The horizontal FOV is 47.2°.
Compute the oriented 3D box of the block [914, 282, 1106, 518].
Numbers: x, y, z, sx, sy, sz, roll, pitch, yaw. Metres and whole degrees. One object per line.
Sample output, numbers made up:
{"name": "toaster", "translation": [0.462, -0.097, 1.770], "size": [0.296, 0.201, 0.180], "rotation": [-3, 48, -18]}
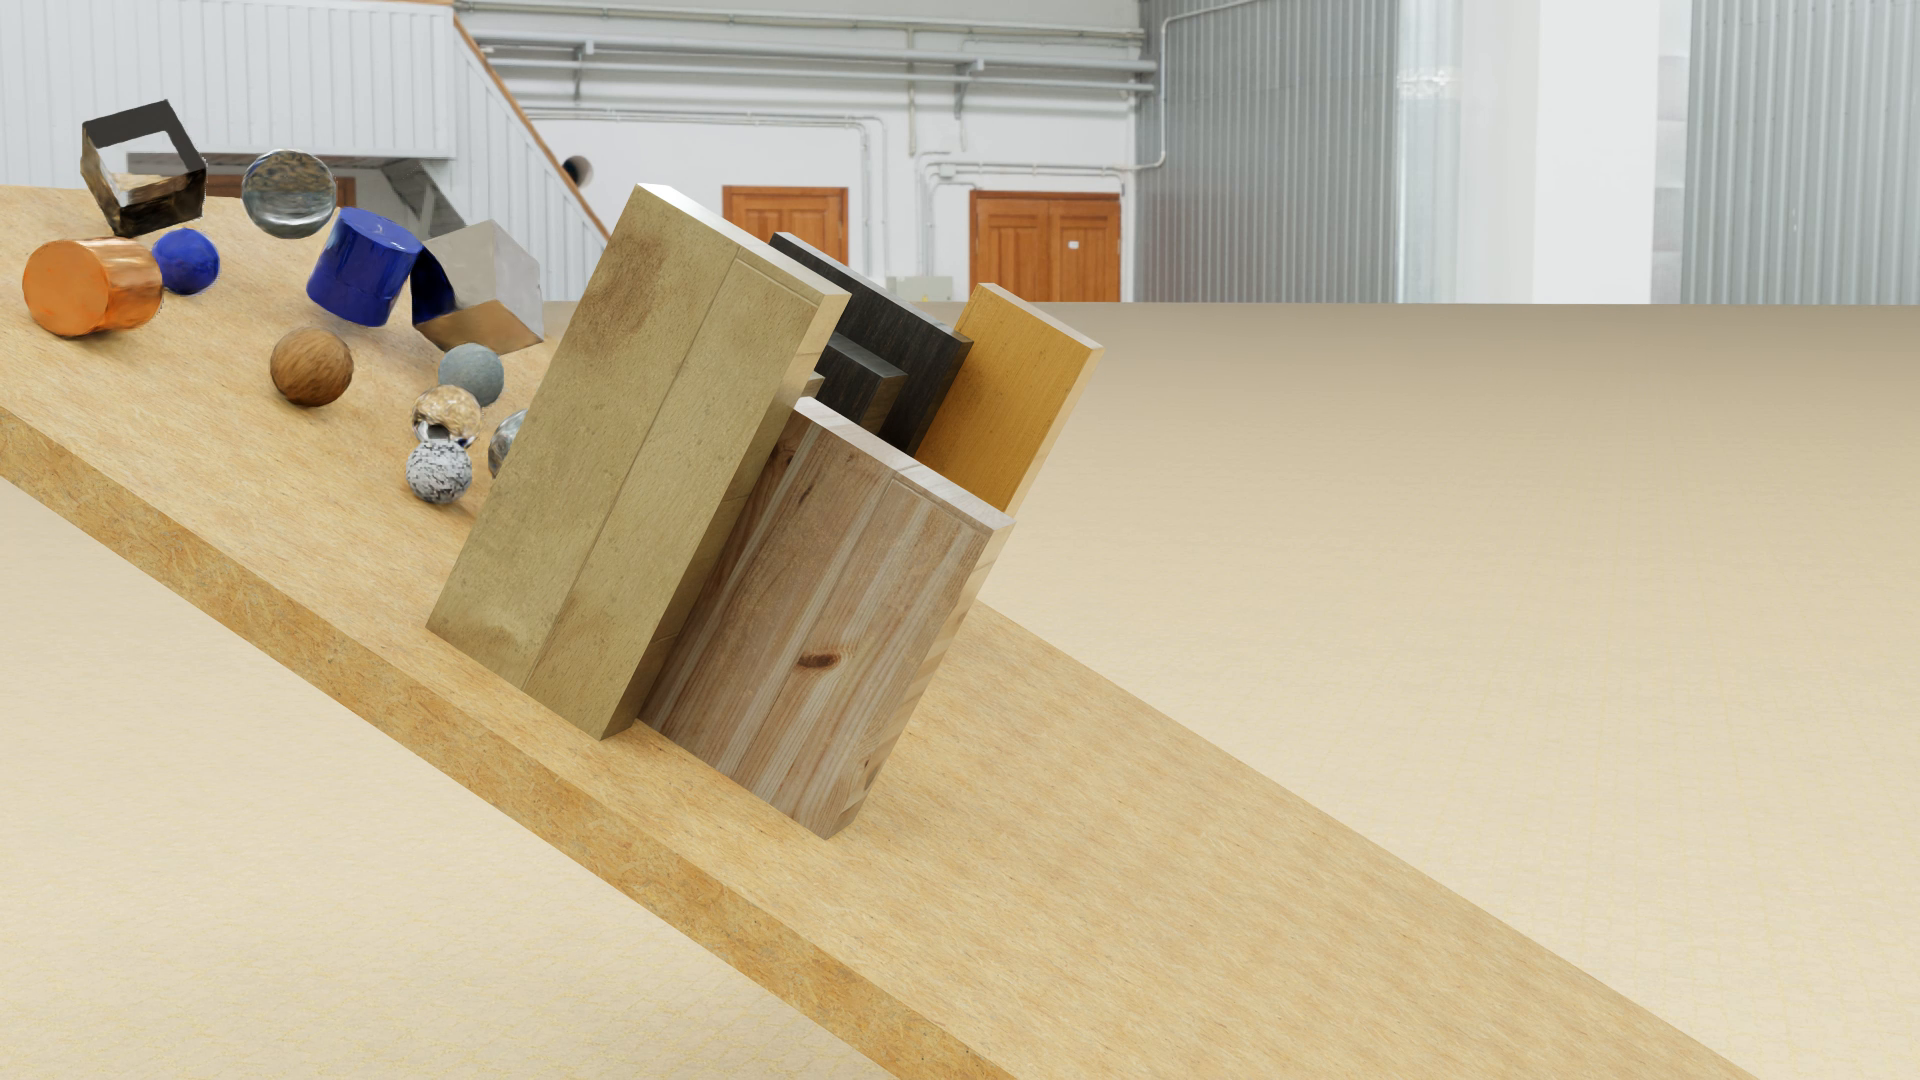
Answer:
{"name": "block", "translation": [-0.003, -0.138, 4.484], "size": [0.270, 0.727, 0.115], "rotation": [31, 14, 11]}

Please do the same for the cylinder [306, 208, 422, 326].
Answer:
{"name": "cylinder", "translation": [-1.243, -0.568, 4.582], "size": [0.180, 0.180, 0.180], "rotation": [27, 18, -10]}

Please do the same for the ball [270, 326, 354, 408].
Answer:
{"name": "ball", "translation": [-1.195, -0.319, 4.055], "size": [0.148, 0.148, 0.148], "rotation": [0, 7, 0]}

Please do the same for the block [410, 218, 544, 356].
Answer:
{"name": "block", "translation": [-1.024, -0.521, 4.666], "size": [0.199, 0.199, 0.199], "rotation": [-15, -27, 14]}

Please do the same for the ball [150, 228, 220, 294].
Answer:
{"name": "ball", "translation": [-1.508, -0.542, 4.280], "size": [0.130, 0.130, 0.130], "rotation": [0, 7, 0]}

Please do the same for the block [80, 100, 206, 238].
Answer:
{"name": "block", "translation": [-1.620, -0.732, 4.361], "size": [0.172, 0.172, 0.172], "rotation": [-25, -15, -31]}

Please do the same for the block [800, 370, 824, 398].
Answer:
{"name": "block", "translation": [-0.512, -0.147, 3.978], "size": [0.334, 0.521, 0.084], "rotation": [31, 14, 11]}

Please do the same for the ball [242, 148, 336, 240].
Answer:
{"name": "ball", "translation": [-1.331, -0.687, 4.364], "size": [0.181, 0.181, 0.181], "rotation": [0, 7, 0]}

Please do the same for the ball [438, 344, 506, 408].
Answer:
{"name": "ball", "translation": [-1.000, -0.335, 4.501], "size": [0.135, 0.135, 0.135], "rotation": [0, 7, 0]}

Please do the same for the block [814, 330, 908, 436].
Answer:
{"name": "block", "translation": [-0.356, -0.138, 4.179], "size": [0.266, 0.550, 0.144], "rotation": [31, 14, 11]}

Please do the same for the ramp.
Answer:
{"name": "ramp", "translation": [-0.204, 0.338, 4.138], "size": [4.000, 0.100, 2.000], "rotation": [31, 14, 11]}

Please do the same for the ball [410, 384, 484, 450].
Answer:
{"name": "ball", "translation": [-0.976, -0.230, 4.183], "size": [0.134, 0.134, 0.134], "rotation": [0, 7, 0]}

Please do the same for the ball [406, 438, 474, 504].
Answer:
{"name": "ball", "translation": [-0.931, -0.123, 3.930], "size": [0.118, 0.118, 0.118], "rotation": [0, 7, 0]}

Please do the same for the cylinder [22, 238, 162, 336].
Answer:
{"name": "cylinder", "translation": [-1.514, -0.445, 3.844], "size": [0.165, 0.165, 0.165], "rotation": [1, 9, 12]}

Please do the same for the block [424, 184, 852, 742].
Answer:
{"name": "block", "translation": [-0.500, -0.115, 3.366], "size": [0.339, 0.779, 0.114], "rotation": [31, 14, 11]}

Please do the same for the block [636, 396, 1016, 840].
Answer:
{"name": "block", "translation": [-0.225, 0.122, 3.482], "size": [0.393, 0.571, 0.128], "rotation": [31, 14, 11]}

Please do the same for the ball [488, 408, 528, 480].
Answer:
{"name": "ball", "translation": [-0.787, -0.156, 4.101], "size": [0.183, 0.183, 0.183], "rotation": [0, 7, 0]}

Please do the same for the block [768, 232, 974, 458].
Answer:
{"name": "block", "translation": [-0.315, -0.231, 4.416], "size": [0.445, 0.631, 0.081], "rotation": [31, 14, 11]}
